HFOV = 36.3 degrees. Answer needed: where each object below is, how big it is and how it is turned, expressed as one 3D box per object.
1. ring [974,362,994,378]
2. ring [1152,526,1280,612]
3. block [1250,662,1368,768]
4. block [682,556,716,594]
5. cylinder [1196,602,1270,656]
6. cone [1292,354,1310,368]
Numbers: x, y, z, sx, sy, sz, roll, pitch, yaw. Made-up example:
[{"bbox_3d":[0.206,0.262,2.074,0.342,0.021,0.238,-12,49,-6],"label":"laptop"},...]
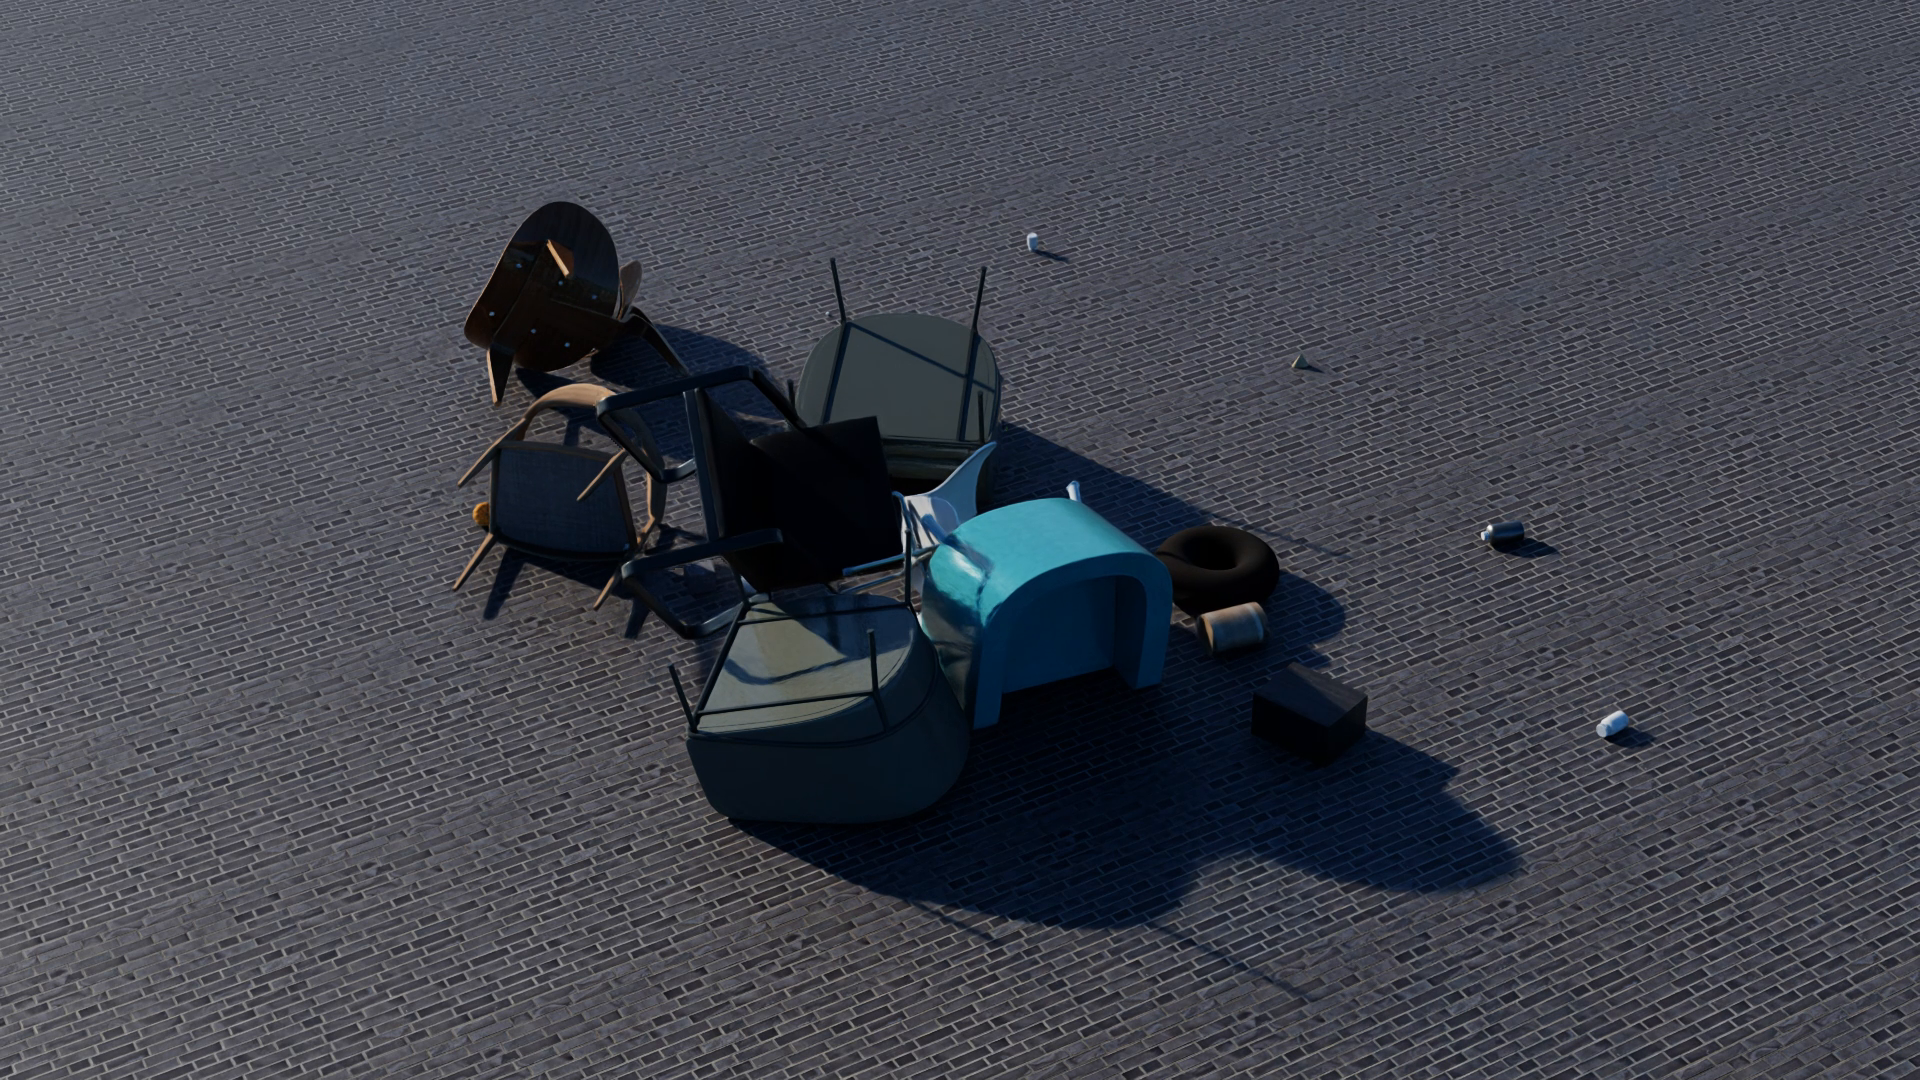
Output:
[{"bbox_3d":[0.096,-0.693,11.968,0.067,0.032,0.111,-15,37,-23],"label":"ring"},{"bbox_3d":[0.927,0.107,10.640,0.463,0.159,0.459,12,34,19],"label":"ring"},{"bbox_3d":[1.178,0.588,9.897,0.301,0.169,0.238,25,41,32],"label":"block"},{"bbox_3d":[-0.948,0.128,10.678,0.096,0.079,0.112,-10,35,-14],"label":"block"},{"bbox_3d":[0.965,0.312,10.352,0.211,0.129,0.168,-12,43,-18],"label":"cylinder"},{"bbox_3d":[1.397,-0.740,12.013,0.074,0.060,0.042,-6,34,-9],"label":"cone"}]
